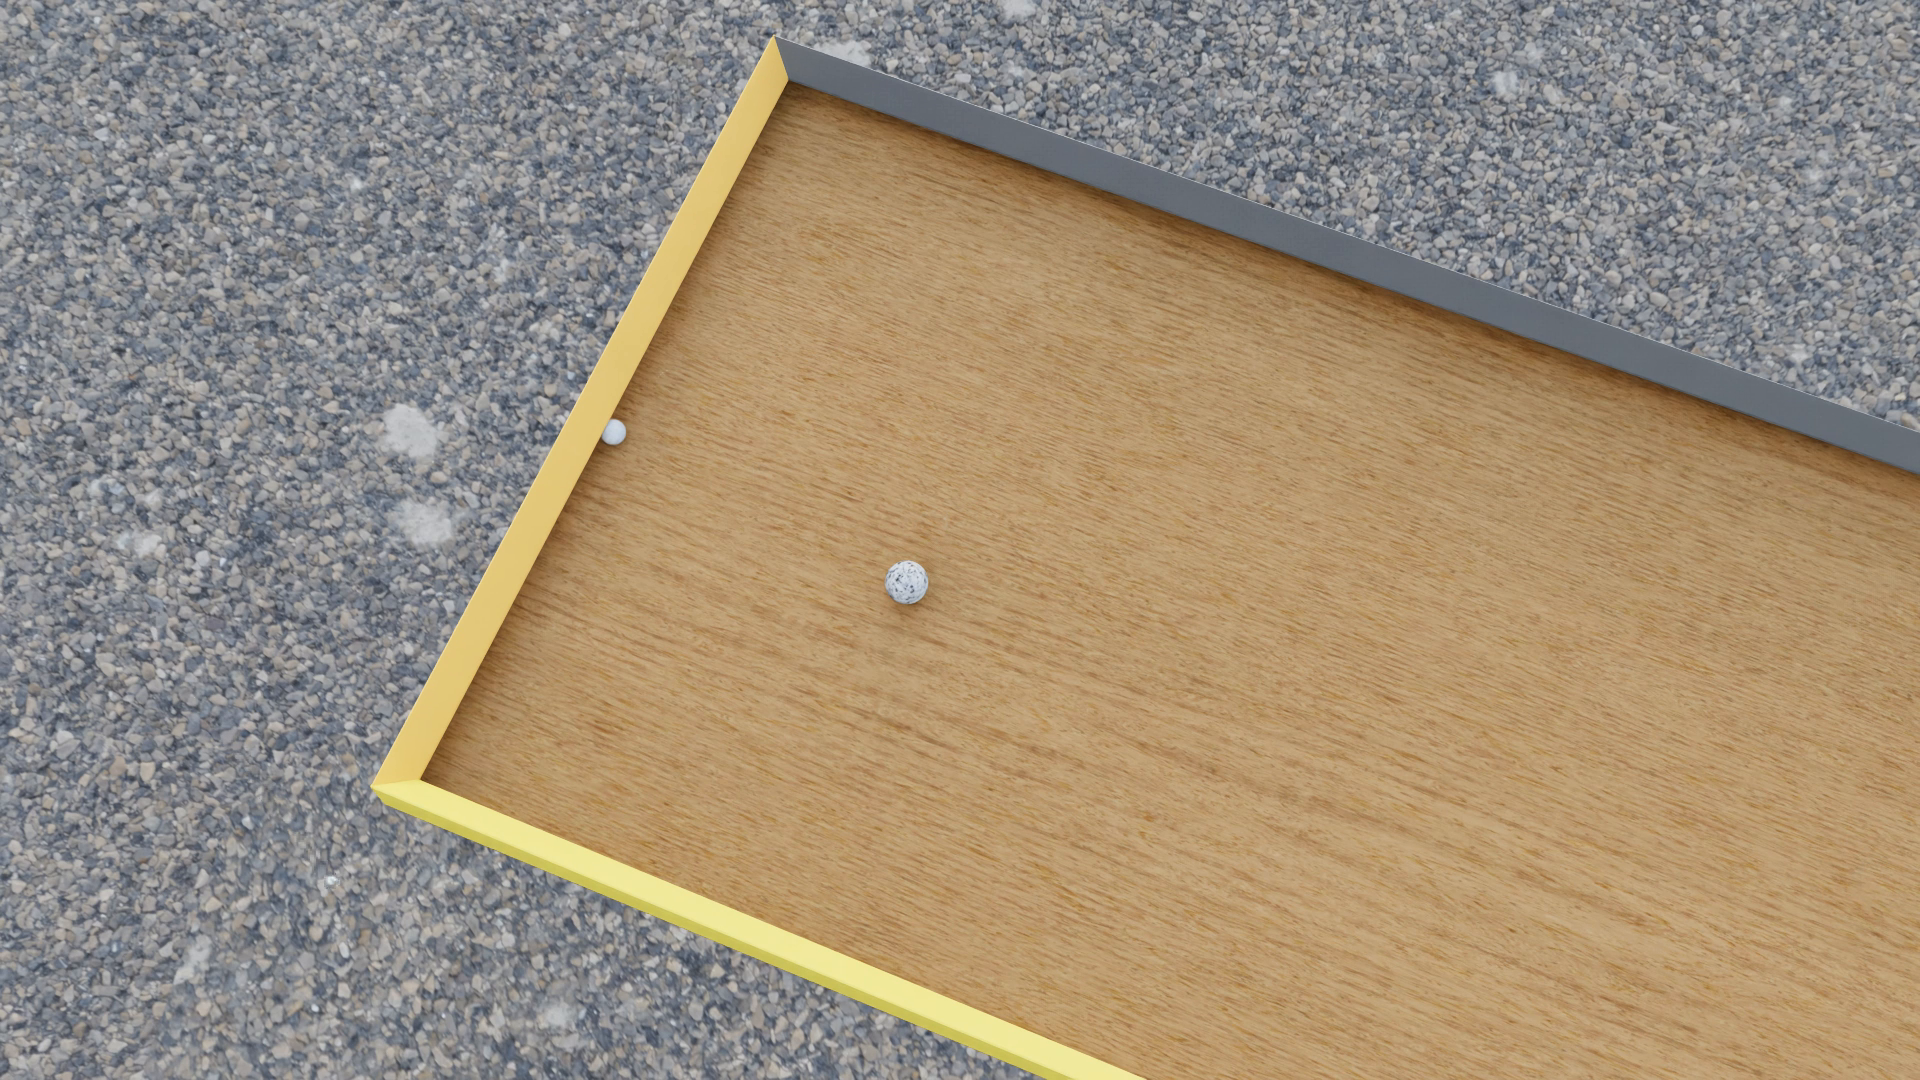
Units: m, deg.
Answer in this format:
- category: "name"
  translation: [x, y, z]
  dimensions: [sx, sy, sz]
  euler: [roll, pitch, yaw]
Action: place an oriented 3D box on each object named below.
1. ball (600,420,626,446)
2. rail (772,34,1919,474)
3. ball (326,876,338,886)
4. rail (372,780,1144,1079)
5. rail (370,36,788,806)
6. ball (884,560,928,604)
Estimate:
- category: "ball"
  translation: [-0.569, -0.177, 3.604]
  dimensions: [0.043, 0.043, 0.043]
  euler: [0, 67, 0]
- category: "rail"
  translation: [0.874, -0.383, 3.663]
  dimensions: [2.613, 0.094, 0.045]
  euler: [21, 69, 9]
- category: "ball"
  translation: [-4.064, 2.203, 14.218]
  dimensions: [0.072, 0.072, 0.072]
  euler: [0, 67, 0]
- category: "rail"
  translation: [0.334, 0.825, 3.149]
  dimensions: [2.613, 0.094, 0.045]
  euler: [21, 69, 9]
- category: "rail"
  translation: [-0.582, -0.228, 3.597]
  dimensions: [0.045, 0.094, 1.467]
  euler: [21, 69, 9]
- category: "ball"
  translation: [-0.085, 0.067, 3.486]
  dimensions: [0.069, 0.069, 0.069]
  euler: [0, 67, 0]
